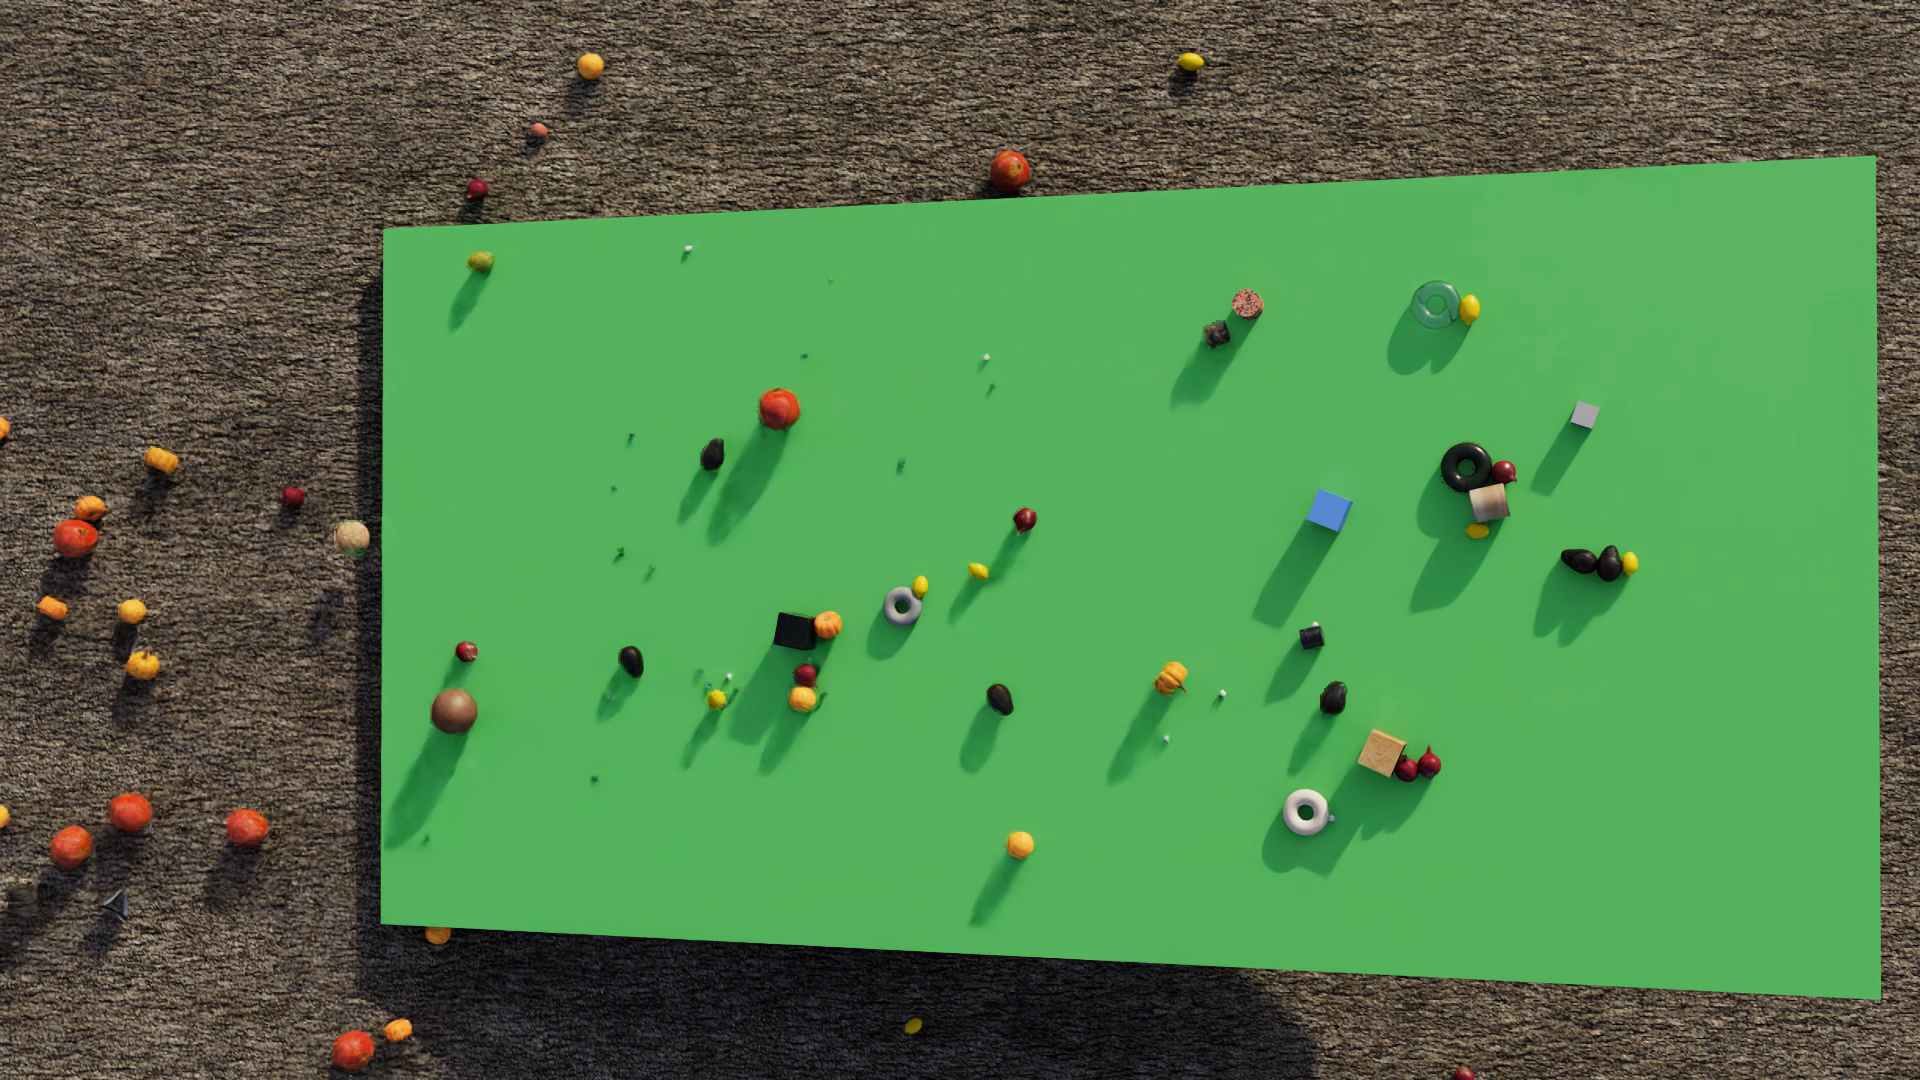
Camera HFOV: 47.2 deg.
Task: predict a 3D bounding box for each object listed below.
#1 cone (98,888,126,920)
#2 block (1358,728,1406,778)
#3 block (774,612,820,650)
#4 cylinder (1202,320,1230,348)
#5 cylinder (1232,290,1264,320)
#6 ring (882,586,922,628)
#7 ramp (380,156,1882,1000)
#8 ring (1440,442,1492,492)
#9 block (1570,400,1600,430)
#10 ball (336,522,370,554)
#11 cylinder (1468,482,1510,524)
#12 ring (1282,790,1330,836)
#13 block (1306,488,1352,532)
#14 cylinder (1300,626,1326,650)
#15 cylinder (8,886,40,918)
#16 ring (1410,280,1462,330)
[{"bbox_3d":[-2.445,1.048,6.393,0.088,0.088,0.088,21,63,0],"label":"cone"},{"bbox_3d":[1.053,0.530,5.486,0.087,0.087,0.087,24,96,15],"label":"block"},{"bbox_3d":[-0.440,0.245,5.926,0.087,0.087,0.087,11,92,16],"label":"block"},{"bbox_3d":[0.658,-0.526,5.634,0.054,0.054,0.054,-21,89,15],"label":"cylinder"},{"bbox_3d":[0.734,-0.600,5.605,0.070,0.070,0.070,0,89,16],"label":"cylinder"},{"bbox_3d":[-0.154,0.179,5.871,0.109,0.036,0.109,0,90,15],"label":"ring"},{"bbox_3d":[0.270,0.095,5.819,4.000,0.100,2.000,0,89,16],"label":"ramp"},{"bbox_3d":[1.258,-0.180,5.461,0.126,0.042,0.126,-1,88,17],"label":"ring"},{"bbox_3d":[1.529,-0.304,5.377,0.054,0.054,0.054,21,95,16],"label":"block"},{"bbox_3d":[-1.743,-0.006,6.309,0.094,0.094,0.094,0,89,0],"label":"ball"},{"bbox_3d":[1.307,-0.091,5.423,0.084,0.084,0.084,-13,89,16],"label":"cylinder"},{"bbox_3d":[0.875,0.689,5.561,0.118,0.039,0.118,0,90,17],"label":"ring"},{"bbox_3d":[0.931,-0.074,5.533,0.082,0.082,0.082,23,95,15],"label":"block"},{"bbox_3d":[0.890,0.246,5.556,0.053,0.053,0.053,-14,89,16],"label":"cylinder"},{"bbox_3d":[-2.712,1.050,6.373,0.080,0.080,0.080,-5,89,0],"label":"cylinder"},{"bbox_3d":[1.188,-0.587,5.487,0.124,0.041,0.124,-1,88,16],"label":"ring"}]
